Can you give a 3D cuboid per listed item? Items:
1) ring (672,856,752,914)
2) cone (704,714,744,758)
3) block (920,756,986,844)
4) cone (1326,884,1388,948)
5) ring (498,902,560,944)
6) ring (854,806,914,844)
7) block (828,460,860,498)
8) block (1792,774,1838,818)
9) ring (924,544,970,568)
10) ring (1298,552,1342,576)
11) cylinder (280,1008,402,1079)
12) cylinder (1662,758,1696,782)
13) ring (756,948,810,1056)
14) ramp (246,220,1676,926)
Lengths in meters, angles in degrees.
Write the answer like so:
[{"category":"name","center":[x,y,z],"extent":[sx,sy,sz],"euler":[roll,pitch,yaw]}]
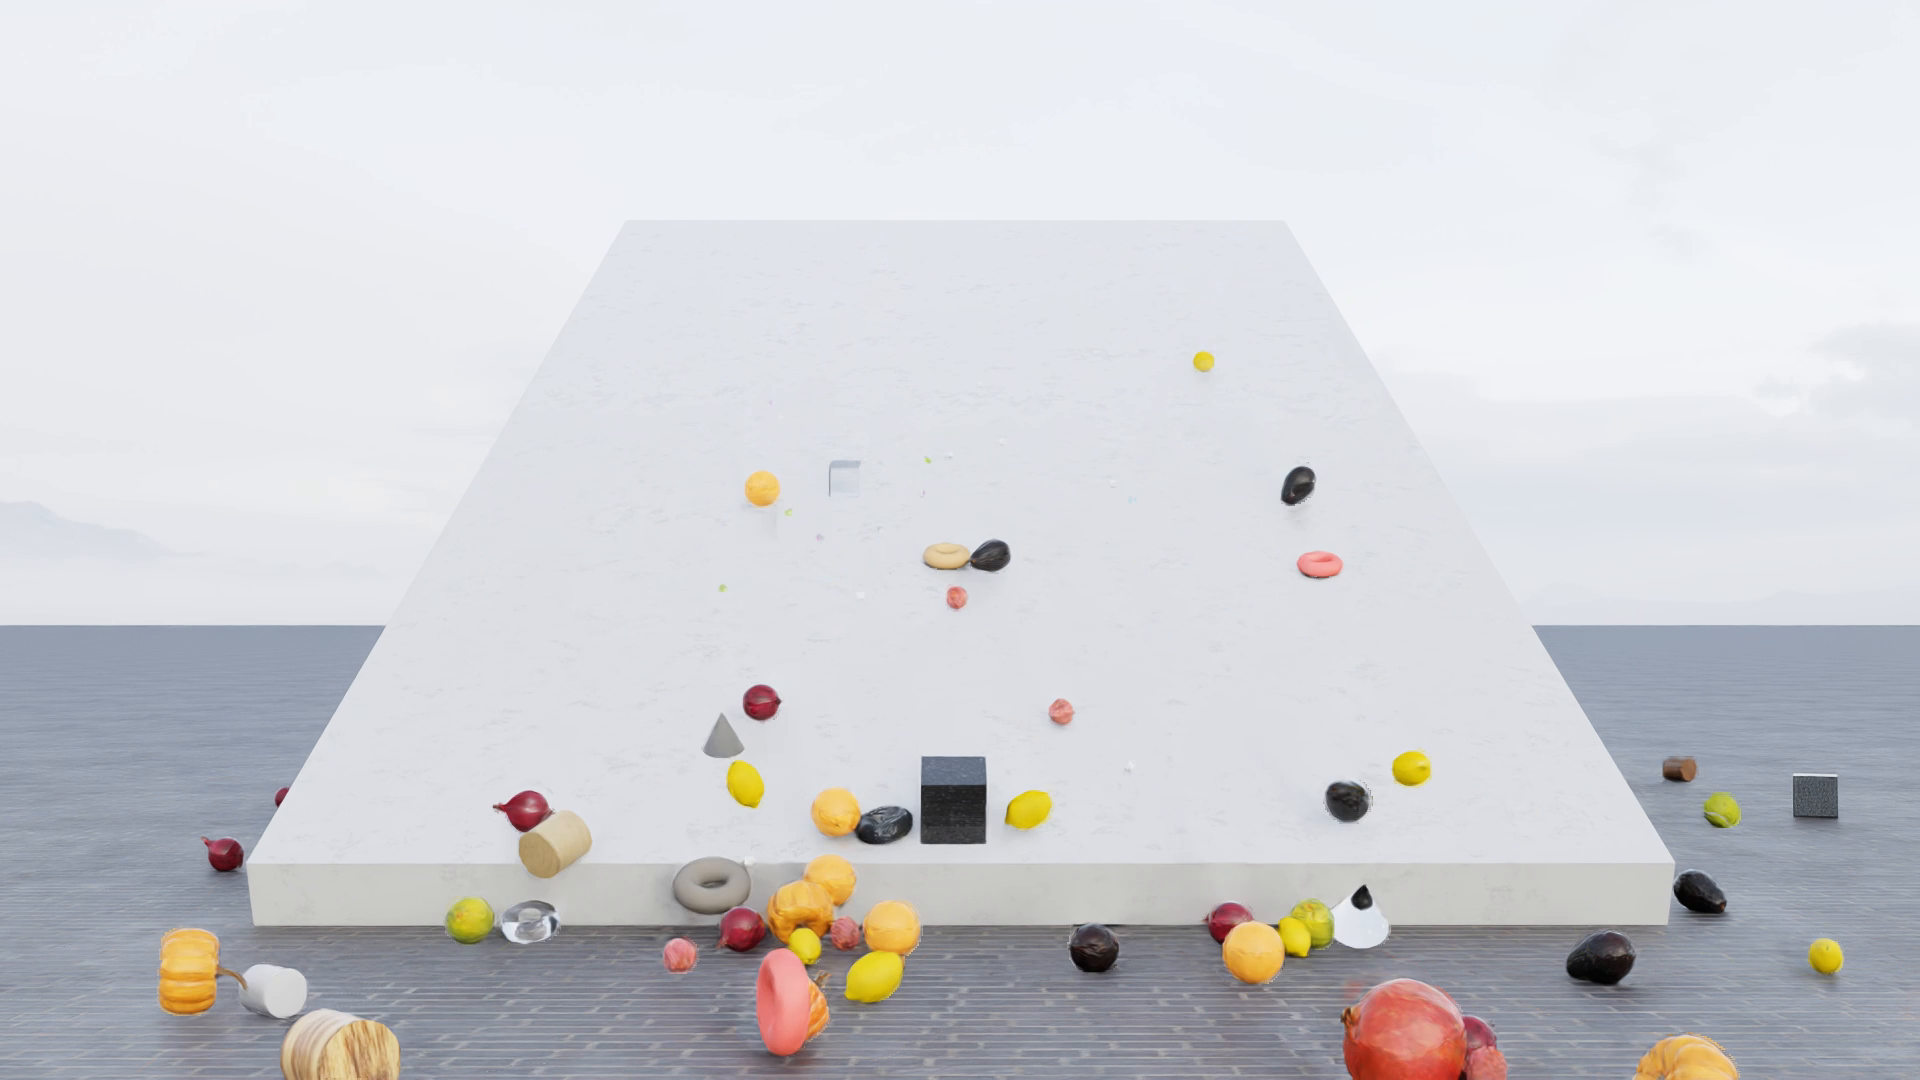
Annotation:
[{"category":"ring","center":[-0.339,0.473,3.119],"extent":[0.107,0.036,0.107],"euler":[2,28,-1]},{"category":"cone","center":[-0.366,0.293,3.513],"extent":[0.064,0.064,0.064],"euler":[0,21,0]},{"category":"block","center":[-0.009,0.372,3.268],"extent":[0.093,0.093,0.093],"euler":[0,21,0]},{"category":"cone","center":[0.528,0.480,3.003],"extent":[0.082,0.082,0.082],"euler":[0,40,0]},{"category":"ring","center":[-0.581,0.515,3.074],"extent":[0.083,0.028,0.083],"euler":[-2,23,1]},{"category":"ring","center":[-0.109,0.407,3.257],"extent":[0.086,0.029,0.086],"euler":[-9,18,3]},{"category":"block","center":[-0.233,-0.122,4.609],"extent":[0.061,0.061,0.061],"euler":[0,21,-1]},{"category":"block","center":[1.878,0.561,5.004],"extent":[0.091,0.091,0.091],"euler":[-1,-2,21]},{"category":"ring","center":[-0.025,0.030,4.256],"extent":[0.089,0.030,0.089],"euler":[1,20,0]},{"category":"ring","center":[0.666,0.045,4.222],"extent":[0.083,0.028,0.083],"euler":[-1,22,0]},{"category":"cylinder","center":[-0.555,0.465,2.044],"extent":[0.079,0.079,0.079],"euler":[2,-2,-41]},{"category":"cylinder","center":[1.922,0.613,6.091],"extent":[0.062,0.062,0.062],"euler":[1,-3,-35]},{"category":"ring","center":[-0.173,0.450,2.222],"extent":[0.034,0.103,0.103],"euler":[1,-2,-20]},{"category":"ramp","center":[-0.006,-0.214,5.076],"extent":[2.000,0.100,4.000],"euler":[0,21,0]}]
